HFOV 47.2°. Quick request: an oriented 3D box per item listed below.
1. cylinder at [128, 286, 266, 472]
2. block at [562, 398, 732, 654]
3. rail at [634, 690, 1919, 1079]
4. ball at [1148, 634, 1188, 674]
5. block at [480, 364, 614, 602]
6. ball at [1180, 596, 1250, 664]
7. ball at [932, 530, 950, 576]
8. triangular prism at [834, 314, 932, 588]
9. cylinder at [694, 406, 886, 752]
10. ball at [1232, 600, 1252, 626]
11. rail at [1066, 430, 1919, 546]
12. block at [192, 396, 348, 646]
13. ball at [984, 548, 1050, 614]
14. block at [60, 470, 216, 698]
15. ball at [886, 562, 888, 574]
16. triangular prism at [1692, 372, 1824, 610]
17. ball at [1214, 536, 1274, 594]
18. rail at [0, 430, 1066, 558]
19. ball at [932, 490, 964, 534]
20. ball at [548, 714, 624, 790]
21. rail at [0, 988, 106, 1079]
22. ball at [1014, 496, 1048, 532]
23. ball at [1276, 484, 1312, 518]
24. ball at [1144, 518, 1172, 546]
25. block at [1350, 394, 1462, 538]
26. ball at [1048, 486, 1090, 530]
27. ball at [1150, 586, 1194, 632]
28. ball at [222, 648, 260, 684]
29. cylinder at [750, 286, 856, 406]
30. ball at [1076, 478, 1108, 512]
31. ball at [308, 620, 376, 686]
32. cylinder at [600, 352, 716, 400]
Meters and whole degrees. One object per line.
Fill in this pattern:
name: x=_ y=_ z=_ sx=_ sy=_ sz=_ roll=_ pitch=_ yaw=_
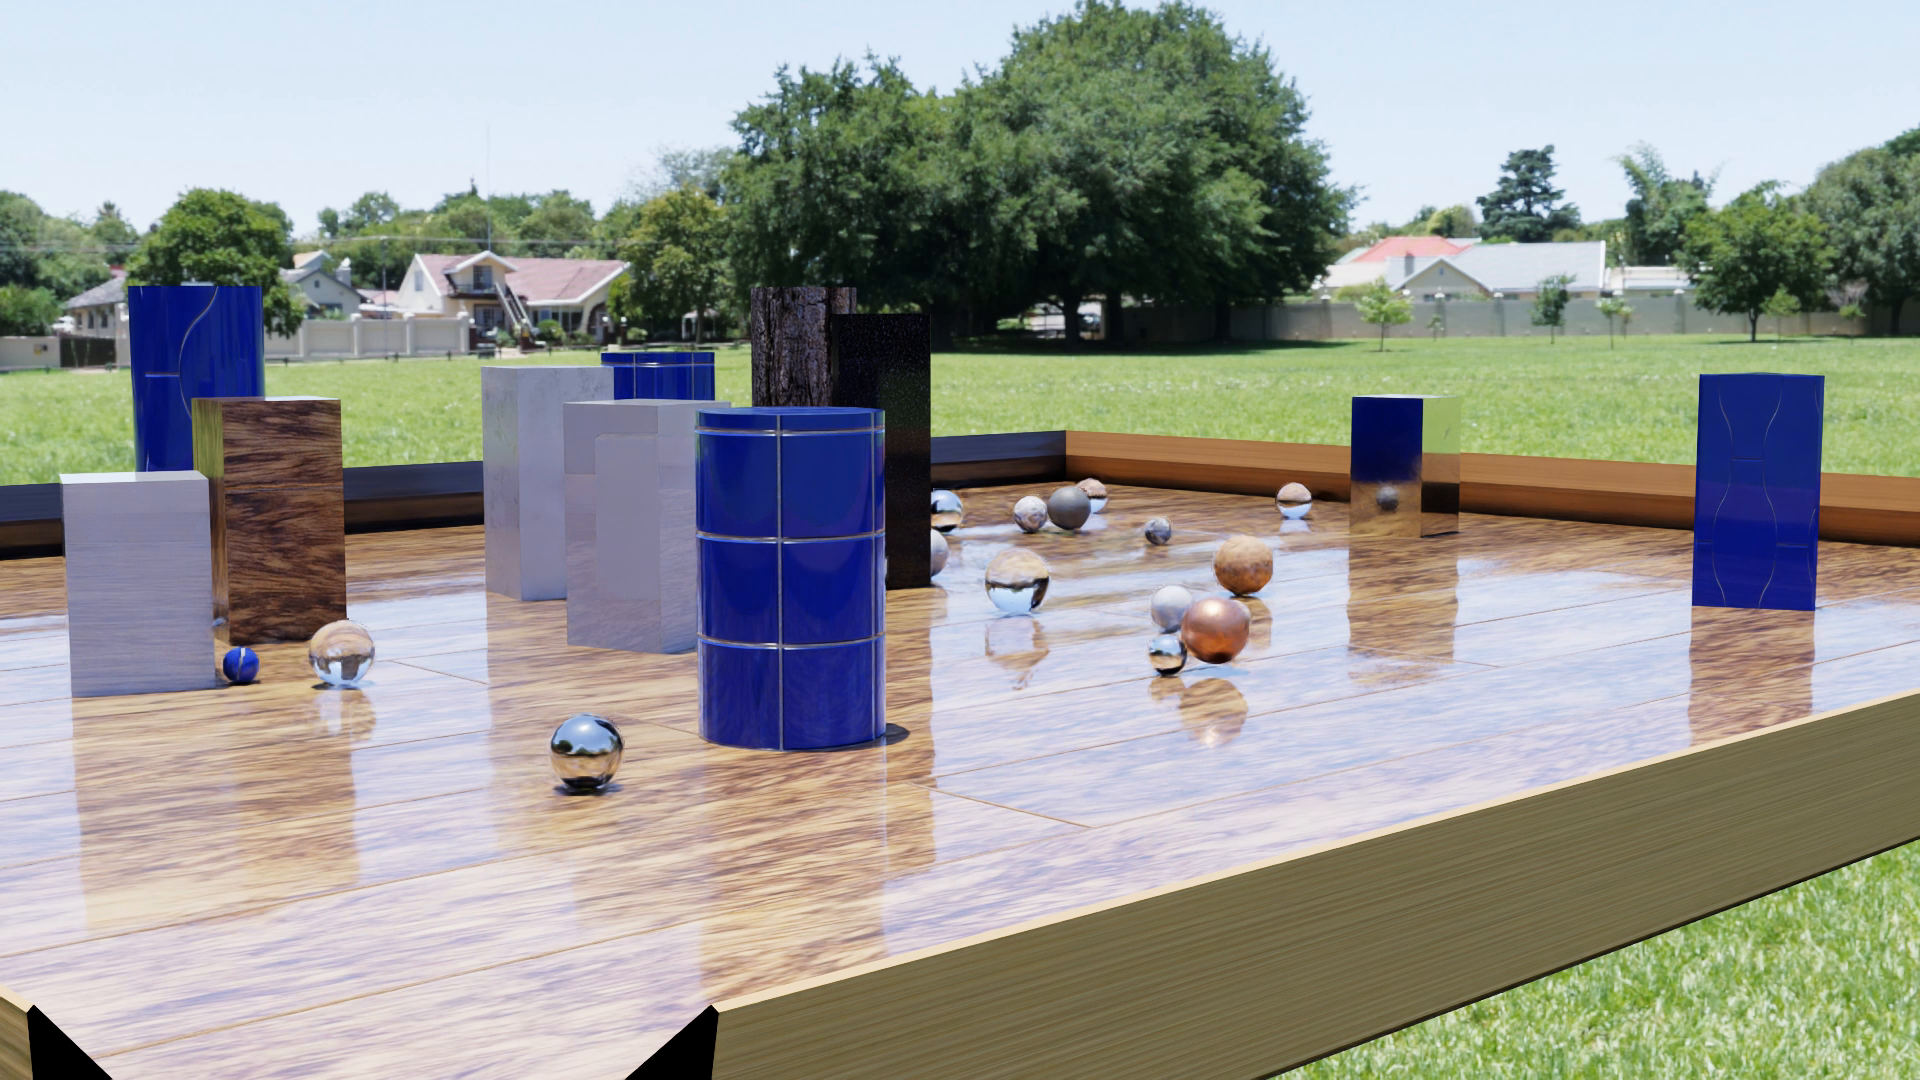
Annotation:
cylinder: x=-1.184 y=-0.154 z=3.432 sx=0.198 sy=0.482 sz=0.198 roll=0 pitch=6 yaw=0
block: x=-0.416 y=-0.023 z=2.949 sx=0.158 sy=0.323 sz=0.158 roll=3 pitch=7 yaw=30
rail: x=1.099 y=0.157 z=2.147 sx=3.795 sy=0.129 sz=0.045 roll=-5 pitch=8 yaw=-42
ball: x=0.255 y=0.141 z=2.698 sx=0.049 sy=0.049 sz=0.049 roll=0 pitch=6 yaw=0
block: x=-0.649 y=-0.095 z=3.470 sx=0.158 sy=0.357 sz=0.158 roll=-4 pitch=7 yaw=-32
ball: x=0.315 y=0.111 z=2.716 sx=0.084 sy=0.084 sz=0.084 roll=0 pitch=6 yaw=0
ball: x=-0.060 y=0.022 z=3.663 sx=0.085 sy=0.085 sz=0.085 roll=0 pitch=6 yaw=0
triangular prism: x=-0.157 y=-0.147 z=3.576 sx=0.171 sy=0.440 sz=0.148 roll=-3 pitch=7 yaw=-29
cylinder: x=-0.177 y=0.035 z=2.309 sx=0.198 sy=0.341 sz=0.198 roll=0 pitch=6 yaw=0
ball: x=0.378 y=0.107 z=3.032 sx=0.047 sy=0.047 sz=0.047 roll=0 pitch=6 yaw=0
rail: x=1.377 y=-0.098 z=4.596 sx=0.045 sy=0.129 sz=3.288 roll=-5 pitch=8 yaw=-42
block: x=-0.951 y=-0.032 z=3.026 sx=0.158 sy=0.325 sz=0.158 roll=-4 pitch=7 yaw=-33
ball: x=0.084 y=0.060 z=3.236 sx=0.098 sy=0.098 sz=0.098 roll=0 pitch=6 yaw=0
block: x=-0.985 y=0.048 z=2.630 sx=0.158 sy=0.248 sz=0.158 roll=-3 pitch=6 yaw=-23
ball: x=-0.156 y=0.044 z=3.452 sx=0.085 sy=0.085 sz=0.085 roll=0 pitch=6 yaw=0
triangular prism: x=1.215 y=-0.079 z=3.351 sx=0.171 sy=0.349 sz=0.148 roll=2 pitch=6 yaw=20
ball: x=0.445 y=0.039 z=3.452 sx=0.094 sy=0.094 sz=0.094 roll=0 pitch=6 yaw=0
rail: x=-1.099 y=-0.090 z=4.516 sx=3.795 sy=0.129 sz=0.045 roll=-5 pitch=8 yaw=-42
ball: x=-0.036 y=-0.057 z=4.411 sx=0.087 sy=0.087 sz=0.087 roll=0 pitch=6 yaw=0
ball: x=-0.349 y=0.198 z=2.053 sx=0.069 sy=0.069 sz=0.069 roll=0 pitch=6 yaw=0
rail: x=-1.377 y=0.165 z=2.068 sx=0.045 sy=0.129 sz=3.288 roll=-5 pitch=8 yaw=-42
ball: x=0.143 y=-0.053 z=4.440 sx=0.072 sy=0.072 sz=0.072 roll=0 pitch=6 yaw=0
ball: x=0.719 y=-0.084 z=4.724 sx=0.076 sy=0.076 sz=0.076 roll=0 pitch=6 yaw=0
ball: x=0.377 y=-0.017 z=4.186 sx=0.053 sy=0.053 sz=0.053 roll=0 pitch=6 yaw=0
block: x=0.894 y=-0.152 z=4.414 sx=0.158 sy=0.274 sz=0.158 roll=5 pitch=8 yaw=40
ball: x=0.219 y=-0.063 z=4.412 sx=0.088 sy=0.088 sz=0.088 roll=0 pitch=6 yaw=0
ball: x=0.296 y=0.095 z=3.065 sx=0.063 sy=0.063 sz=0.063 roll=0 pitch=6 yaw=0
ball: x=-0.862 y=0.150 z=2.637 sx=0.043 sy=0.043 sz=0.043 roll=0 pitch=6 yaw=0
cylinder: x=-0.292 y=-0.230 z=4.138 sx=0.198 sy=0.487 sz=0.198 roll=0 pitch=6 yaw=0
ball: x=0.288 y=-0.098 z=4.859 sx=0.075 sy=0.075 sz=0.075 roll=0 pitch=6 yaw=0
ball: x=-0.737 y=0.135 z=2.619 sx=0.077 sy=0.077 sz=0.077 roll=0 pitch=6 yaw=0
cylinder: x=-0.526 y=-0.142 z=3.850 sx=0.198 sy=0.372 sz=0.198 roll=0 pitch=6 yaw=0
